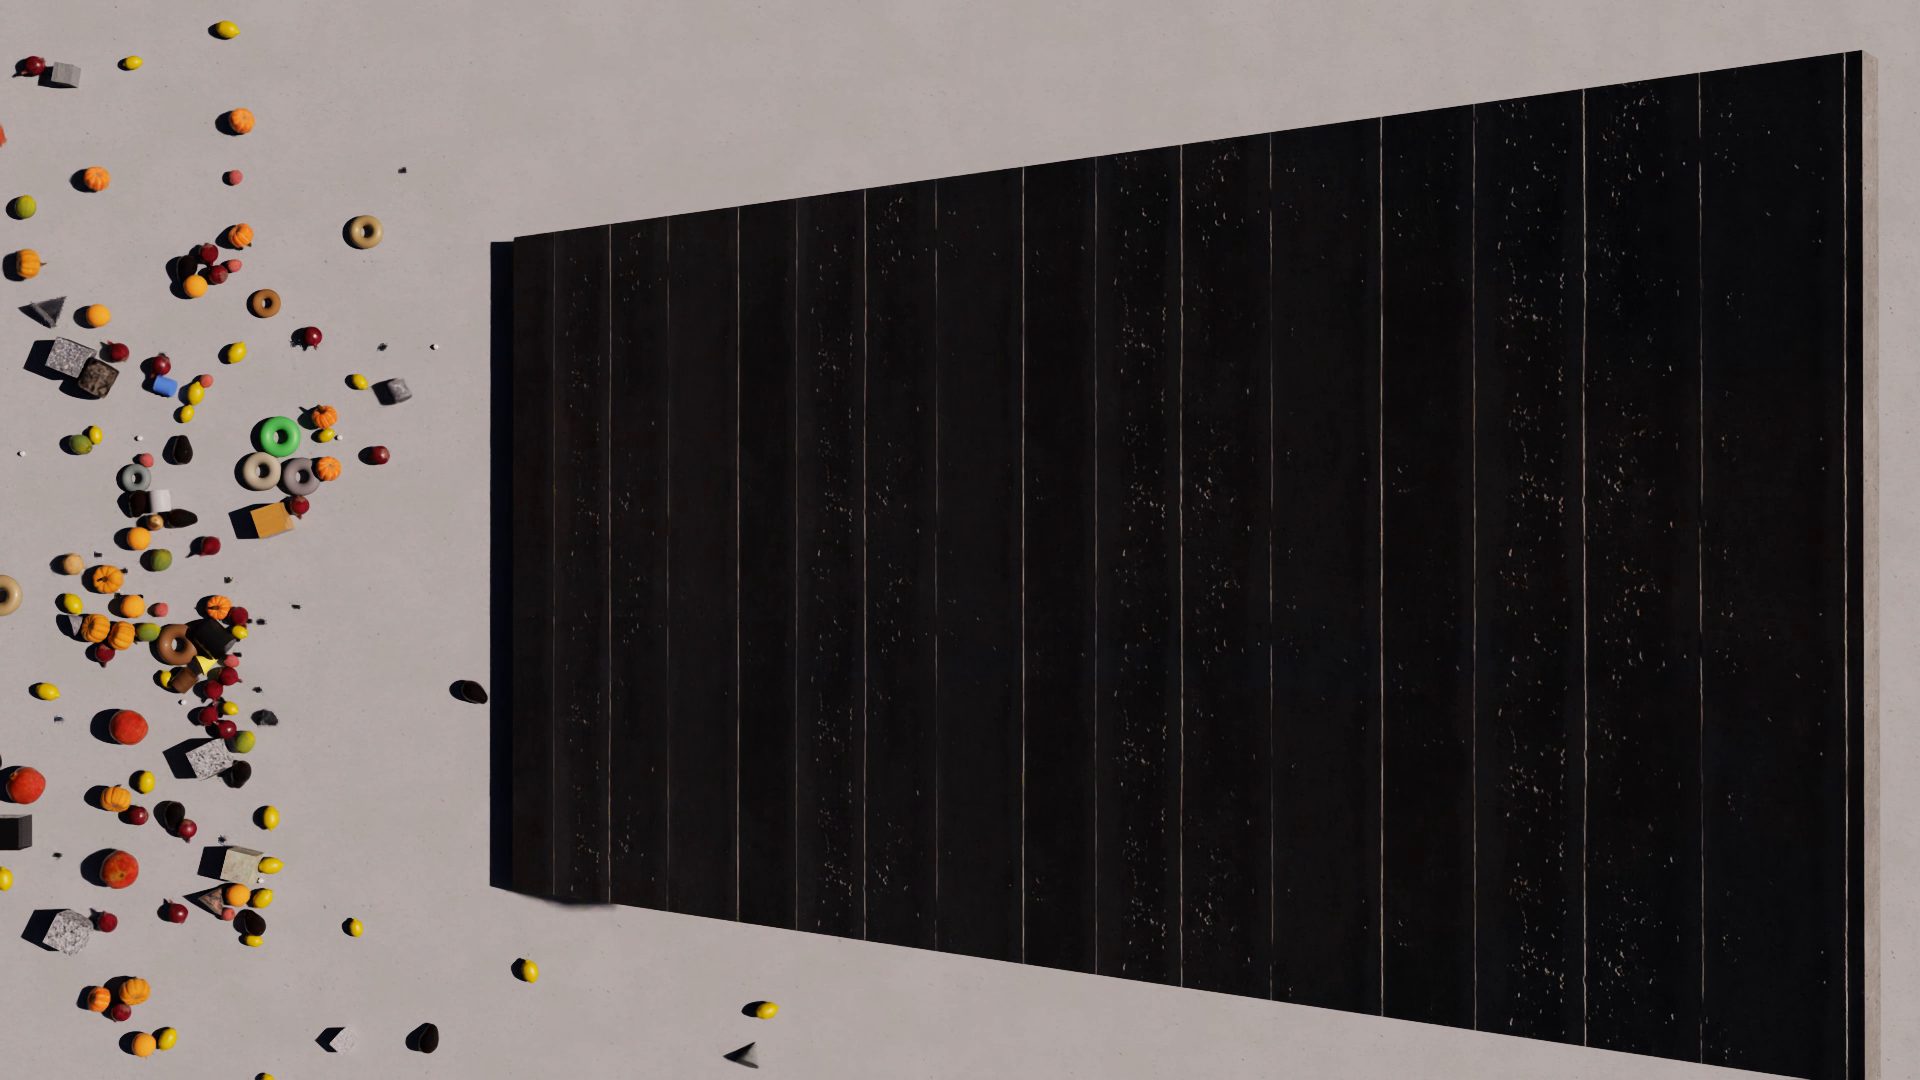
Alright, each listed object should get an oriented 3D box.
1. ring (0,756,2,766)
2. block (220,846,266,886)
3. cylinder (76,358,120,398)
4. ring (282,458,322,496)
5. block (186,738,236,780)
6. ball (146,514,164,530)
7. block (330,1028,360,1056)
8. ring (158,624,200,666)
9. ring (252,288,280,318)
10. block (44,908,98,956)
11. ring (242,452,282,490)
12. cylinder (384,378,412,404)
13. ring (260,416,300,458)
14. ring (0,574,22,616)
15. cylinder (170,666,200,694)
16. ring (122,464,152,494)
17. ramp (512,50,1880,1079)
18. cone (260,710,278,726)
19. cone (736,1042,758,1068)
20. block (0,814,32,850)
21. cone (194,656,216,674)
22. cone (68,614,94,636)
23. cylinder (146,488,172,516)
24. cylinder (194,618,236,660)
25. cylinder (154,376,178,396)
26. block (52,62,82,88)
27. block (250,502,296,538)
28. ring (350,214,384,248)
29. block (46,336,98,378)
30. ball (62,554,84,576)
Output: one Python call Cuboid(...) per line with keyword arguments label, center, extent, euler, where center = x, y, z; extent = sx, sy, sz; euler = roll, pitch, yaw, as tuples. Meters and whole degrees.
Cuboid(label="ring", center=(-3.020, 0.687, 6.805), extent=(0.109, 0.036, 0.109), euler=(0, 91, 0))
Cuboid(label="block", center=(-2.210, 1.003, 6.776), extent=(0.091, 0.091, 0.091), euler=(14, 90, 0))
Cuboid(label="cylinder", center=(-2.659, -0.500, 6.785), extent=(0.093, 0.093, 0.093), euler=(30, 90, 0))
Cuboid(label="ring", center=(-2.038, -0.196, 6.809), extent=(0.120, 0.040, 0.120), euler=(0, 91, -1))
Cuboid(label="block", center=(-2.307, 0.676, 6.776), extent=(0.094, 0.094, 0.094), euler=(-26, 90, 0))
Cuboid(label="ball", center=(-2.490, -0.054, 6.802), extent=(0.051, 0.051, 0.051), euler=(0, 90, 0))
Cuboid(label="block", center=(-1.901, 1.549, 6.790), extent=(0.055, 0.055, 0.055), euler=(43, 90, 0))
Cuboid(label="ring", center=(-2.419, 0.324, 6.804), extent=(0.131, 0.044, 0.131), euler=(0, 89, 1))
Cuboid(label="ring", center=(-2.150, -0.734, 6.817), extent=(0.089, 0.030, 0.089), euler=(0, 88, 1))
Cuboid(label="block", center=(-2.740, 1.208, 6.771), extent=(0.097, 0.097, 0.097), euler=(27, 90, 0))
Cuboid(label="ring", center=(-2.161, -0.213, 6.809), extent=(0.122, 0.041, 0.122), euler=(0, 88, 0))
Cuboid(label="cylinder", center=(-1.738, -0.460, 6.800), extent=(0.061, 0.061, 0.061), euler=(-27, 90, 0))
Cuboid(label="ring", center=(-2.106, -0.320, 6.808), extent=(0.128, 0.043, 0.128), euler=(0, 90, -1))
Cuboid(label="ring", center=(-2.969, 0.172, 6.805), extent=(0.130, 0.043, 0.130), euler=(0, 89, -1))
Cuboid(label="cylinder", center=(-2.395, 0.433, 6.795), extent=(0.060, 0.060, 0.060), euler=(-45, 90, 0))
Cuboid(label="ring", center=(-2.552, -0.191, 6.813), extent=(0.092, 0.031, 0.092), euler=(0, 89, 1))
Cuboid(label="ramp", center=(0.216, 0.062, 5.532), extent=(4.000, 0.100, 2.000), euler=(0, 90, 39))
Cuboid(label="cone", center=(-2.154, 0.564, 6.811), extent=(0.055, 0.055, 0.055), euler=(-33, 90, 26))
Cuboid(label="cone", center=(-0.644, 1.585, 6.801), extent=(0.074, 0.074, 0.074), euler=(19, 63, 0))
Cuboid(label="block", center=(-2.928, 0.900, 6.772), extent=(0.099, 0.099, 0.099), euler=(0, 90, 0))
Cuboid(label="cone", center=(-2.323, 0.375, 6.810), extent=(0.067, 0.067, 0.067), euler=(-26, 90, -27))
Cuboid(label="cone", center=(-2.717, 0.254, 6.810), extent=(0.071, 0.071, 0.071), euler=(-18, 90, -27))
Cuboid(label="cylinder", center=(-2.473, -0.119, 6.795), extent=(0.067, 0.067, 0.067), euler=(-15, 73, 0))
Cuboid(label="cylinder", center=(-2.297, 0.306, 6.780), extent=(0.090, 0.090, 0.090), euler=(43, 90, 0))
Cuboid(label="cylinder", center=(-2.458, -0.477, 6.804), extent=(0.052, 0.052, 0.052), euler=(19, 90, 0))
Cuboid(label="block", center=(-2.766, -1.440, 6.807), extent=(0.060, 0.060, 0.060), euler=(9, 90, 0))
Cuboid(label="block", center=(-2.120, -0.060, 6.784), extent=(0.087, 0.087, 0.087), euler=(-19, 90, 0))
Cuboid(label="ring", center=(-1.841, -0.955, 6.816), extent=(0.105, 0.035, 0.105), euler=(0, 89, 1))
Cuboid(label="block", center=(-2.740, -0.561, 6.783), extent=(0.096, 0.096, 0.096), euler=(22, 90, 0))
Cuboid(label="ball", center=(-2.741, 0.076, 6.794), extent=(0.066, 0.066, 0.066), euler=(0, 90, 0))
